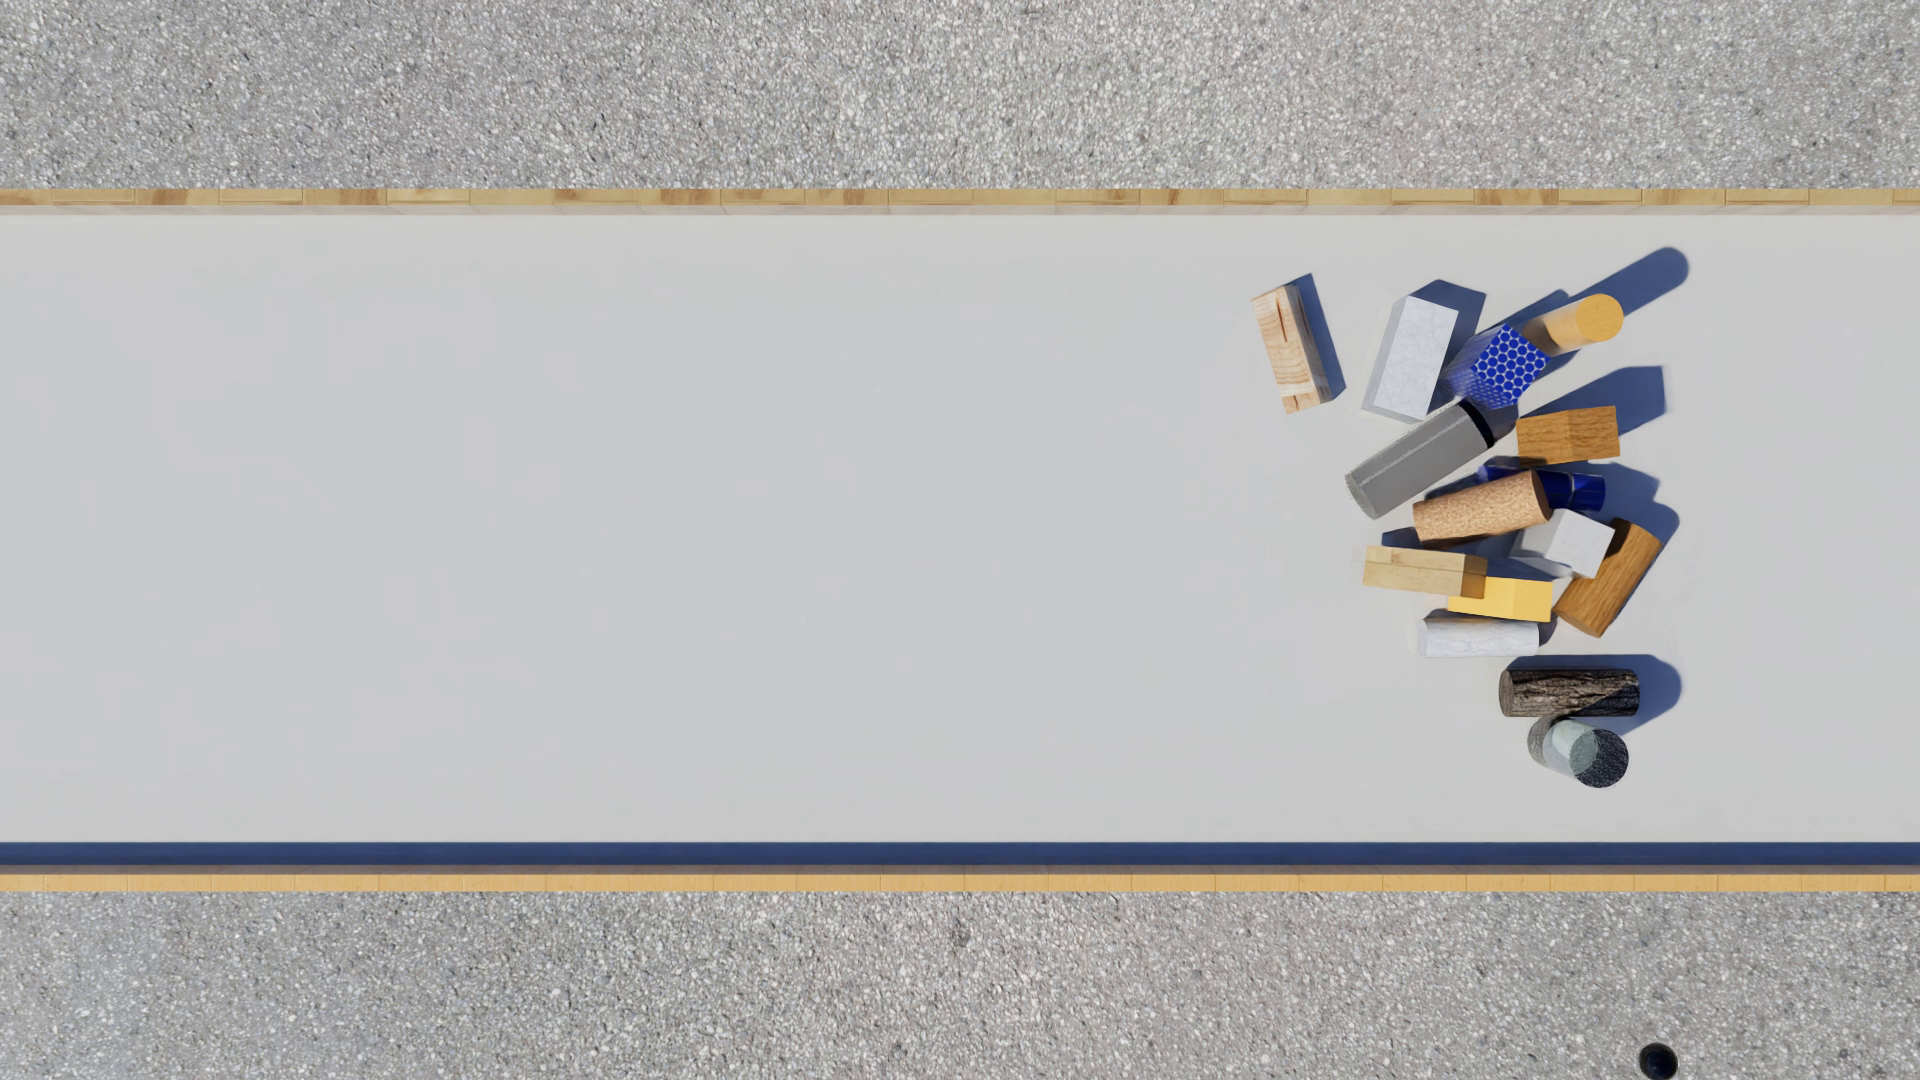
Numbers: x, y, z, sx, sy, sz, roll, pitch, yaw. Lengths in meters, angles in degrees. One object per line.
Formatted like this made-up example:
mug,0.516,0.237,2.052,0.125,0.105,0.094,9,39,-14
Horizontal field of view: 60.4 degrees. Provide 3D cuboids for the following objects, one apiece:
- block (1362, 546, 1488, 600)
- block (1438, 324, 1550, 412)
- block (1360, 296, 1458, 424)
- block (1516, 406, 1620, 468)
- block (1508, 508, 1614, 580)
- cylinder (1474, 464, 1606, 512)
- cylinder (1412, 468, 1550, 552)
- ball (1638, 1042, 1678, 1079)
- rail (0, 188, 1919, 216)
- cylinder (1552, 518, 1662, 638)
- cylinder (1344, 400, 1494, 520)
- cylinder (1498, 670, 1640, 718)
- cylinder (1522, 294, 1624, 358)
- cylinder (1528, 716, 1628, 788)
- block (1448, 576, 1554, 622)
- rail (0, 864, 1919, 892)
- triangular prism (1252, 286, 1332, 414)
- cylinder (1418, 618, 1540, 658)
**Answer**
block,1.382,0.095,4.909,0.124,0.336,0.124,8,89,-41
block,1.585,-0.507,4.914,0.165,0.324,0.165,38,89,0
block,1.360,-0.543,4.997,0.159,0.159,0.342,18,90,0
block,1.805,-0.304,4.909,0.148,0.319,0.148,-6,90,-8
block,1.789,0.011,4.918,0.155,0.318,0.155,23,90,0
cylinder,1.763,-0.156,5.019,0.360,0.114,0.114,5,90,0
cylinder,1.552,-0.085,4.920,0.358,0.160,0.160,-18,90,29
ball,4.997,3.738,11.803,0.270,0.270,0.270,0,90,0
rail,-2.247,-1.025,5.002,12.000,0.150,0.050,0,90,0
cylinder,1.959,0.115,4.996,0.162,0.162,0.332,34,90,0
cylinder,1.390,-0.241,4.993,0.419,0.168,0.168,-32,90,0
cylinder,1.845,0.465,5.005,0.377,0.143,0.143,0,90,0
cylinder,1.795,-0.624,4.852,0.134,0.449,0.134,0,90,0
cylinder,1.828,0.623,4.893,0.170,0.364,0.170,0,91,1
block,1.585,0.168,4.857,0.112,0.428,0.112,5,90,-7
rail,-2.247,1.025,5.001,12.000,0.150,0.050,0,90,0
triangular prism,1.022,-0.584,5.009,0.147,0.127,0.371,-17,90,0
cylinder,1.575,0.298,5.018,0.334,0.117,0.117,-1,90,0
